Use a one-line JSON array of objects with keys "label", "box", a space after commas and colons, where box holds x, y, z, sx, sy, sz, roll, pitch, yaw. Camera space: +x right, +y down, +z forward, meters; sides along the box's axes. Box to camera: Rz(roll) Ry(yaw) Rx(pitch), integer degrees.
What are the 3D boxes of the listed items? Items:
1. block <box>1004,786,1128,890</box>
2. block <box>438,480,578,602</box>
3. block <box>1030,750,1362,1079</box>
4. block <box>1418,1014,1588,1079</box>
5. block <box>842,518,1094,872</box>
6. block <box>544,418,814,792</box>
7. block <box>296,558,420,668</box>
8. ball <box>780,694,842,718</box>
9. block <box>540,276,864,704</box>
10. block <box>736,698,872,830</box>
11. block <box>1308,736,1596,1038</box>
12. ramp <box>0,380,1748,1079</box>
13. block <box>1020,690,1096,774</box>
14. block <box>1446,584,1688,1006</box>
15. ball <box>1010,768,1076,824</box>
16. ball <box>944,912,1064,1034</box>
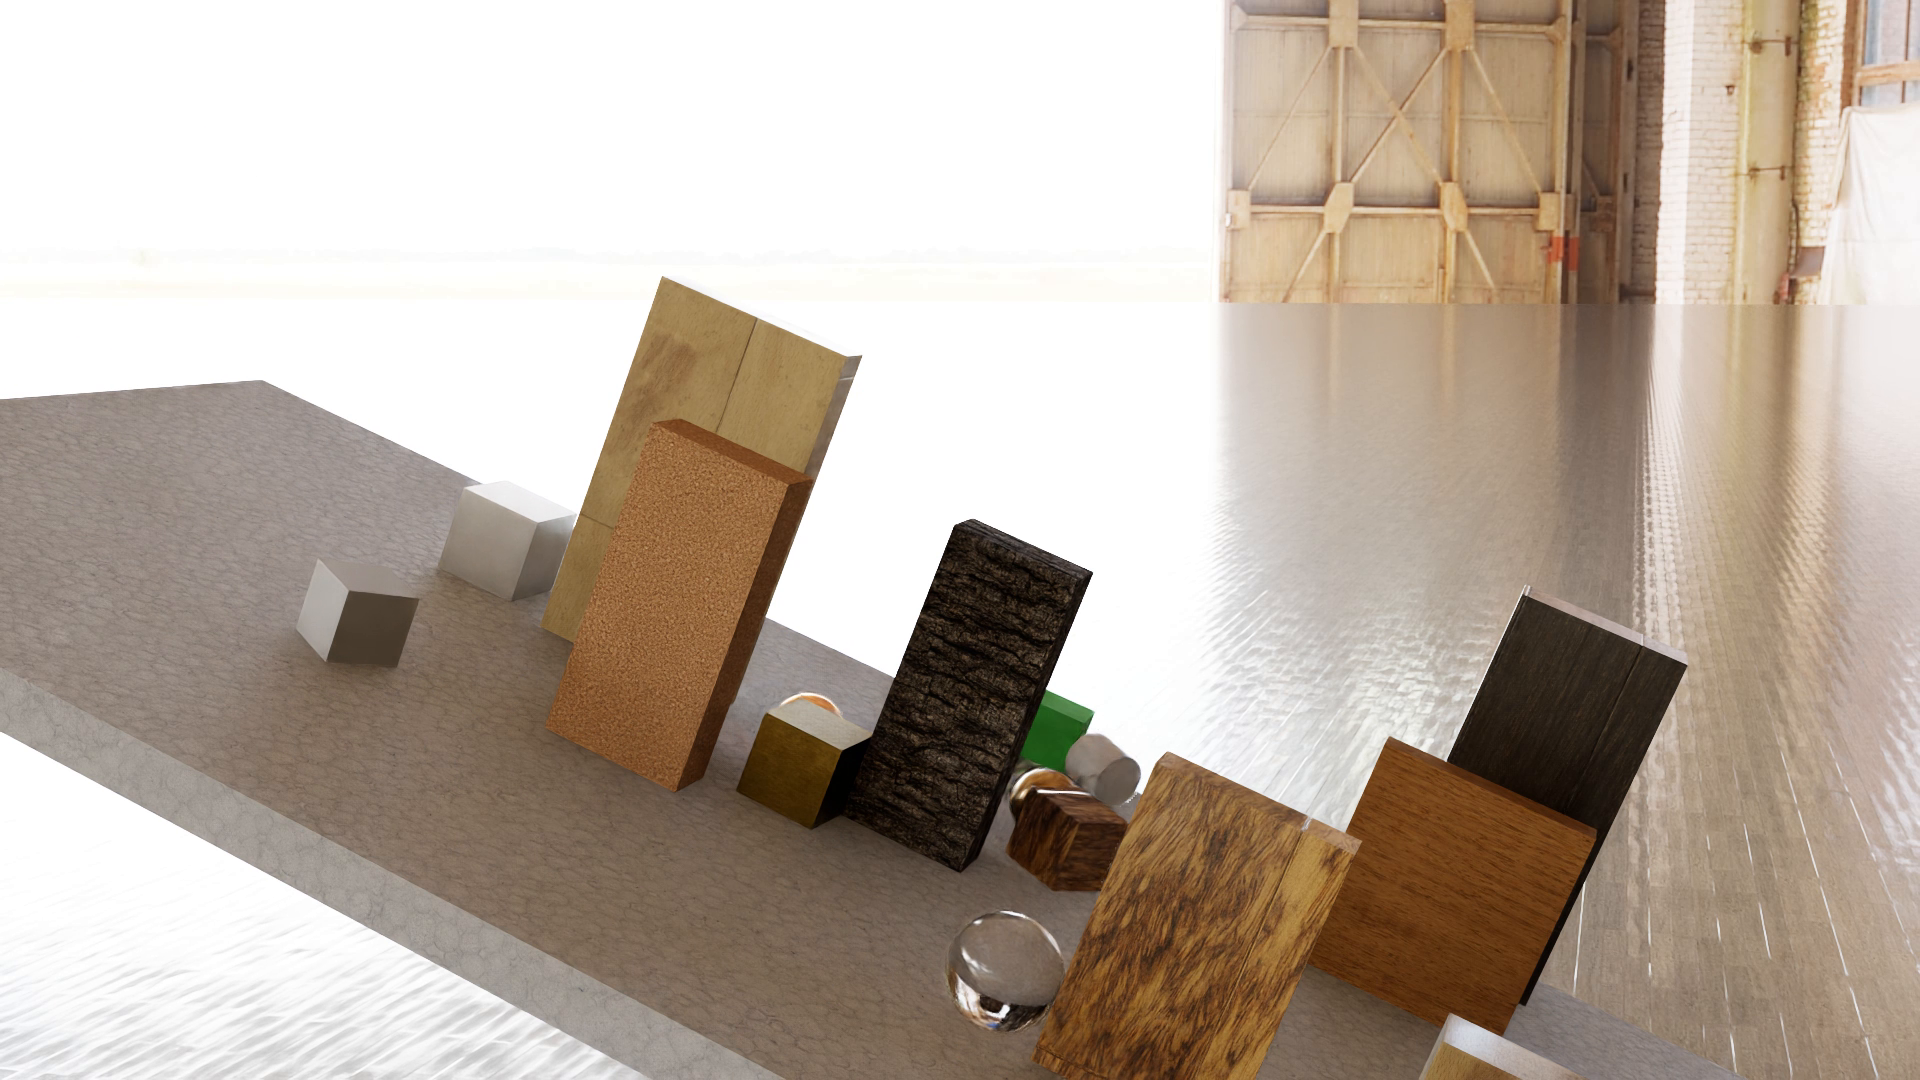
[{"label": "block", "box": [0.212, 0.587, 4.329, 0.148, 0.148, 0.148, 9, 18, -44]}, {"label": "block", "box": [-0.977, 0.000, 4.758, 0.186, 0.186, 0.186, 24, 13, 13]}, {"label": "block", "box": [0.366, 0.646, 3.450, 0.331, 0.535, 0.089, 24, 13, 13]}, {"label": "block", "box": [0.744, 0.935, 3.157, 0.273, 0.407, 0.125, 24, 13, 13]}, {"label": "block", "box": [0.012, 0.293, 4.171, 0.257, 0.611, 0.121, 24, 13, 13]}, {"label": "block", "box": [-0.517, 0.118, 4.034, 0.282, 0.614, 0.126, 24, 13, 13]}, {"label": "block", "box": [-1.114, 0.136, 4.068, 0.143, 0.143, 0.143, 9, 17, -43]}, {"label": "ball", "box": [-0.302, 0.380, 4.347, 0.153, 0.153, 0.153, 0, 7, 0]}, {"label": "block", "box": [-0.536, -0.096, 4.505, 0.425, 0.784, 0.097, 24, 13, 13]}, {"label": "block", "box": [-0.291, 0.421, 4.163, 0.167, 0.167, 0.167, 25, 13, 16]}, {"label": "block", "box": [0.947, 0.695, 4.326, 0.432, 0.475, 0.080, 24, 13, 13]}, {"label": "ramp", "box": [-0.310, 0.552, 4.197, 4.000, 0.100, 2.000, 24, 13, 13]}, {"label": "block", "box": [0.213, 0.435, 5.004, 0.131, 0.131, 0.131, 24, 13, 11]}, {"label": "block", "box": [1.193, 0.537, 4.640, 0.354, 0.800, 0.146, 24, 13, 13]}, {"label": "ball", "box": [0.173, 0.538, 4.480, 0.145, 0.145, 0.145, 0, 7, 0]}, {"label": "ball", "box": [0.072, 0.696, 3.544, 0.194, 0.194, 0.194, 0, 7, 0]}]
